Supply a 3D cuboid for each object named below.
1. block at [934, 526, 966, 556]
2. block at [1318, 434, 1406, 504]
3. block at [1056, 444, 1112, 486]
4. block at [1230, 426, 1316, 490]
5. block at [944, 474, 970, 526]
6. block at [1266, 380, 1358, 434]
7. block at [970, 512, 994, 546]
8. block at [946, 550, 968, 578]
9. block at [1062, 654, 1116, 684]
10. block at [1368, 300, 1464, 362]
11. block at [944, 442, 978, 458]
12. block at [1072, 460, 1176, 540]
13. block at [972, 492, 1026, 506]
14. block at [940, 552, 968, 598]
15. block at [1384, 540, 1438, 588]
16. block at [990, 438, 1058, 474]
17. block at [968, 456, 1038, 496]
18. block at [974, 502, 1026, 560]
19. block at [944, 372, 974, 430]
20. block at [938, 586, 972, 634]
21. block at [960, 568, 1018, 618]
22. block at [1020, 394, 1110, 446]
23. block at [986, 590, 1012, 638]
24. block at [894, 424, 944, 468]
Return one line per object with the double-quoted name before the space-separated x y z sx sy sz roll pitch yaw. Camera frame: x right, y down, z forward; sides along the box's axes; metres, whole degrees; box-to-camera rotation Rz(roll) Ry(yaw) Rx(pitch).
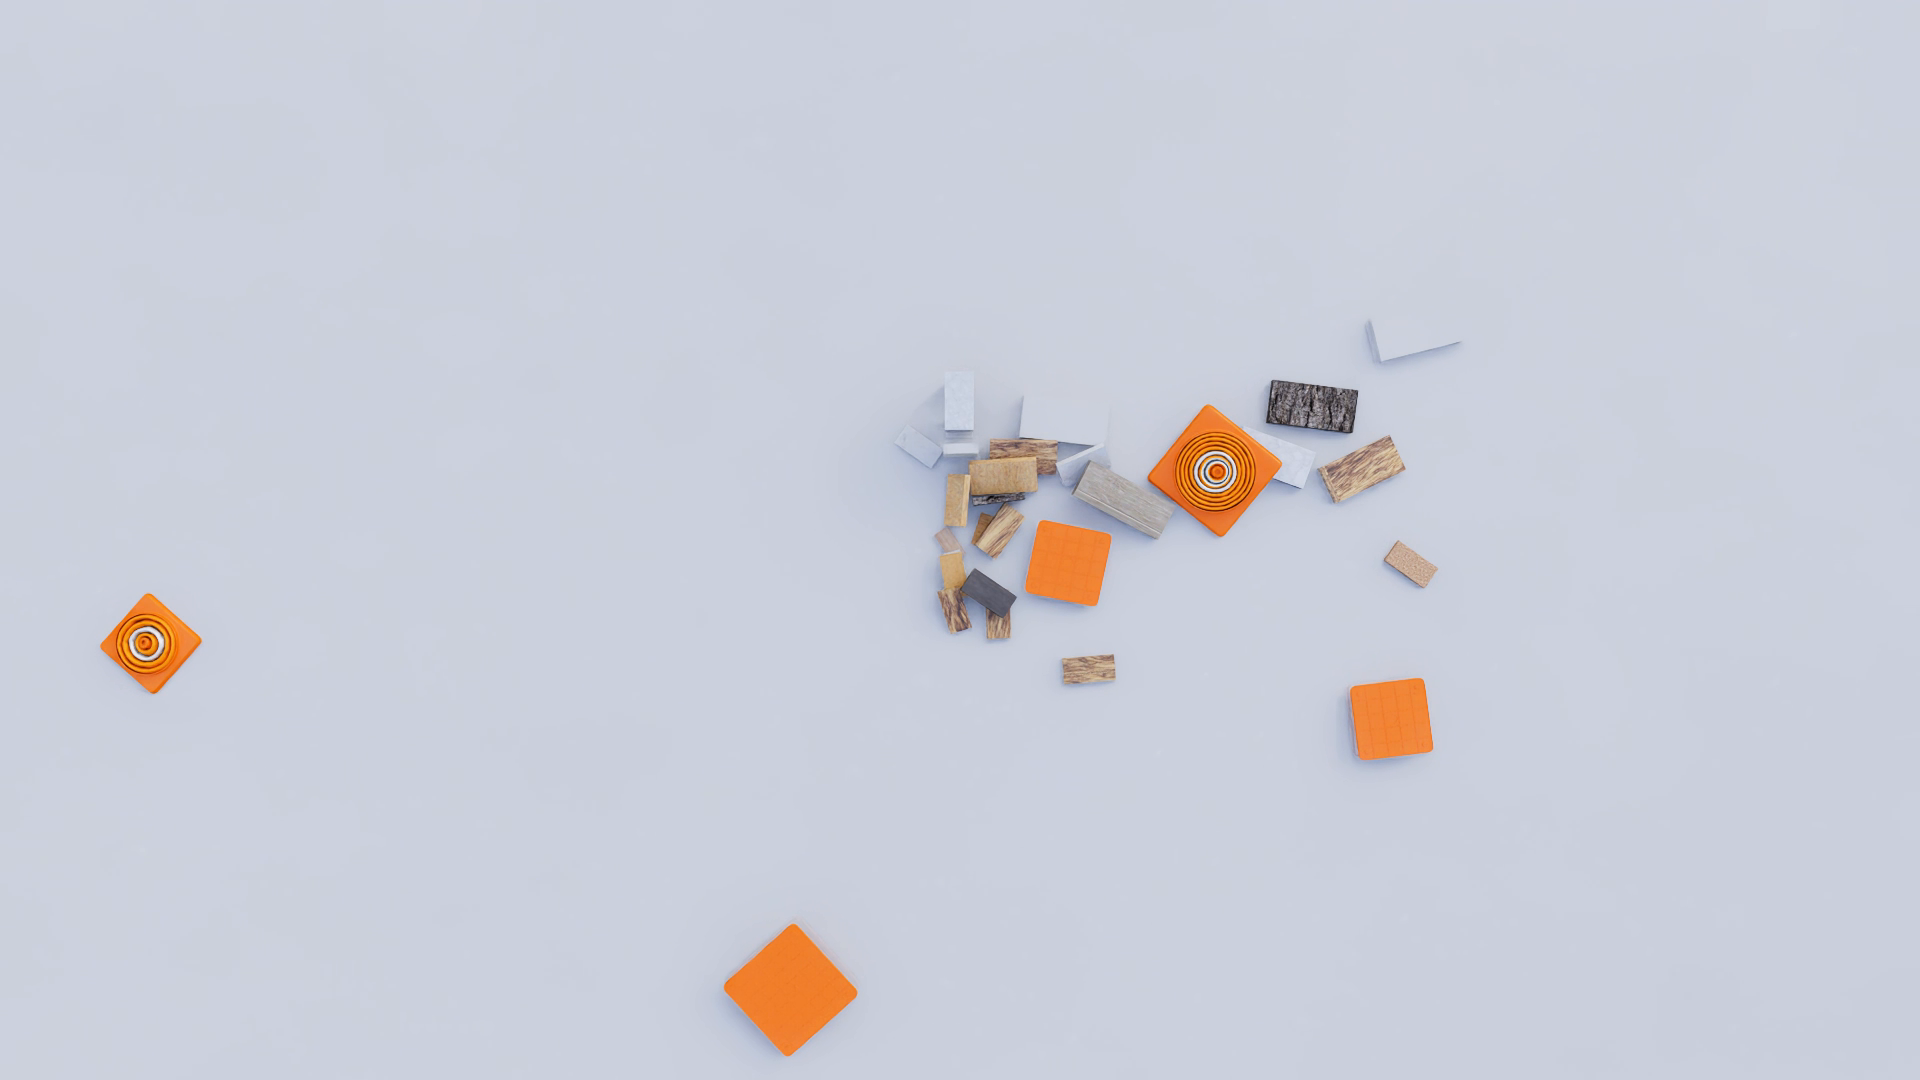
"block" -0.033 0.014 5.492 0.055 0.016 0.111 -33 90 0
"block" 1.335 -0.235 5.482 0.257 0.036 0.128 -26 90 0
"block" 0.410 -0.249 5.465 0.171 0.024 0.086 -24 124 1
"block" 1.038 -0.274 5.482 0.257 0.036 0.128 20 90 0
"block" -0.009 -0.132 5.460 0.024 0.086 0.171 5 90 -41
"block" 1.170 -0.443 5.480 0.284 0.040 0.142 7 90 0
"block" 0.079 -0.031 5.492 0.055 0.016 0.111 19 90 0
"block" -0.012 0.091 5.480 0.055 0.016 0.111 -16 102 0
"block" 0.429 0.429 5.488 0.172 0.024 0.086 -5 90 0
"block" 1.515 -0.695 5.480 0.283 0.040 0.142 -14 90 0
"block" 0.003 -0.293 5.389 0.111 0.222 0.031 -2 90 0
"block" 0.541 -0.132 5.455 0.325 0.036 0.128 27 91 -9
"block" 0.128 -0.136 5.457 0.171 0.085 0.024 -7 90 0
"block" -0.020 0.119 5.466 0.074 0.021 0.149 -11 104 -1
"block" 1.501 0.081 5.489 0.161 0.023 0.081 35 90 0
"block" 0.209 -0.276 5.465 0.222 0.031 0.111 1 112 0
"block" 0.144 -0.212 5.457 0.222 0.031 0.111 -4 116 2
"block" 0.133 -0.030 5.476 0.086 0.024 0.172 36 87 -10
"block" -0.003 -0.446 5.301 0.093 0.026 0.186 0 90 0
"block" -0.018 0.231 5.471 0.074 0.021 0.148 -18 104 0
"block" 0.094 0.176 5.451 0.172 0.024 0.086 34 83 -9
"block" 0.346 -0.396 5.480 0.284 0.040 0.142 6 90 0
"block" 0.127 0.247 5.489 0.081 0.023 0.161 -2 90 0
"block" -0.136 -0.311 5.489 0.148 0.021 0.074 35 90 0
